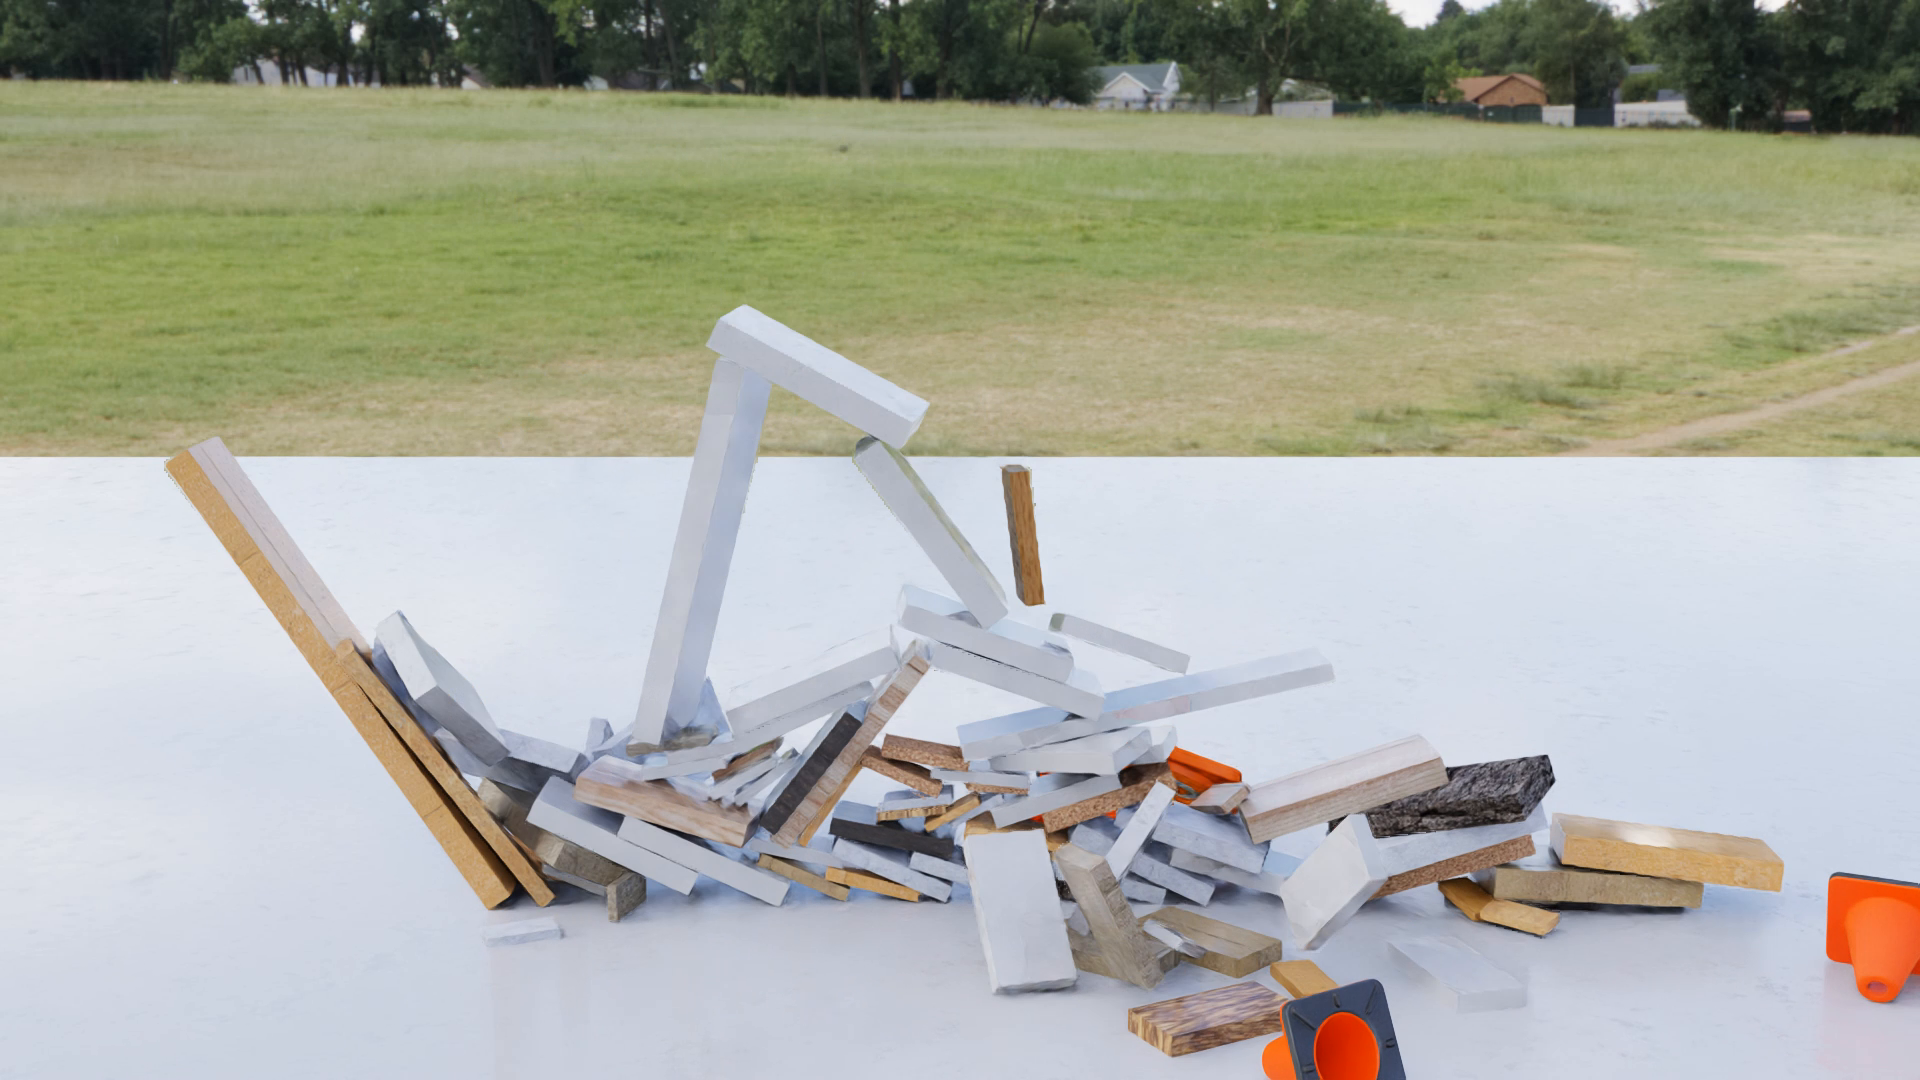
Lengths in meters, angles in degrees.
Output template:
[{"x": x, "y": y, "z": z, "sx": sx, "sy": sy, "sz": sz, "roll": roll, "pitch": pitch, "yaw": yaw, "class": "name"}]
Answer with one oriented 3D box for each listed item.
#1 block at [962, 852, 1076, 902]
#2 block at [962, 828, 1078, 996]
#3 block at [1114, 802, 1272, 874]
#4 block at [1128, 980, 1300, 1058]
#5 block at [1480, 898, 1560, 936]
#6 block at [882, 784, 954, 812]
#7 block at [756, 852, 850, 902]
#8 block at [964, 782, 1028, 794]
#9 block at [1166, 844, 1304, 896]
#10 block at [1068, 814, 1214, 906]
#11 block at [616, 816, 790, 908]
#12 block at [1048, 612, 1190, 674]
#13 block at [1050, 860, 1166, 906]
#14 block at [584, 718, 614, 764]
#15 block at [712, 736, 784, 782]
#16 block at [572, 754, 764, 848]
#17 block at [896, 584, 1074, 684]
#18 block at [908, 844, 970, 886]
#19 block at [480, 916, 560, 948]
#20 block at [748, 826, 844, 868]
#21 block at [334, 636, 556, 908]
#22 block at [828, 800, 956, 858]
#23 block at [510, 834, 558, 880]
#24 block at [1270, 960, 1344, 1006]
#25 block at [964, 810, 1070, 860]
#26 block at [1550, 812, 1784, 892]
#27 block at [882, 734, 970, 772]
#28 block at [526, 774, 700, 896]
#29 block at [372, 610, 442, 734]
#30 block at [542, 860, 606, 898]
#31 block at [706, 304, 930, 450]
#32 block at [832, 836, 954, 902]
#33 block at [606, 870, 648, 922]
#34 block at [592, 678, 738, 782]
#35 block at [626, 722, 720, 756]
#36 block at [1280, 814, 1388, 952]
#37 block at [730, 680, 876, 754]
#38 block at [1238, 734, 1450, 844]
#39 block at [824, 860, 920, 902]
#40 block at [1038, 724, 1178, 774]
[{"x": 0.103, "y": 0.541, "z": 3.665, "sx": 0.199, "sy": 0.028, "sz": 0.099, "roll": 21, "pitch": 10, "yaw": 0, "class": "block"}, {"x": 0.088, "y": 0.556, "z": 3.302, "sx": 0.122, "sy": 0.243, "sz": 0.034, "roll": -3, "pitch": -32, "yaw": -15, "class": "block"}, {"x": 0.387, "y": 0.482, "z": 3.642, "sx": 0.249, "sy": 0.035, "sz": 0.125, "roll": 17, "pitch": 11, "yaw": 11, "class": "block"}, {"x": 0.360, "y": 0.677, "z": 3.115, "sx": 0.220, "sy": 0.031, "sz": 0.110, "roll": -6, "pitch": 12, "yaw": -29, "class": "block"}, {"x": 0.891, "y": 0.599, "z": 3.502, "sx": 0.109, "sy": 0.015, "sz": 0.054, "roll": 10, "pitch": 22, "yaw": 38, "class": "block"}, {"x": -0.068, "y": 0.427, "z": 3.642, "sx": 0.113, "sy": 0.016, "sz": 0.057, "roll": -7, "pitch": 11, "yaw": 5, "class": "block"}, {"x": -0.258, "y": 0.549, "z": 3.661, "sx": 0.157, "sy": 0.022, "sz": 0.078, "roll": 23, "pitch": 9, "yaw": -5, "class": "block"}, {"x": 0.059, "y": 0.405, "z": 3.642, "sx": 0.099, "sy": 0.014, "sz": 0.050, "roll": 4, "pitch": 9, "yaw": -10, "class": "block"}, {"x": 0.470, "y": 0.539, "z": 3.665, "sx": 0.249, "sy": 0.035, "sz": 0.125, "roll": 16, "pitch": 11, "yaw": -1, "class": "block"}, {"x": 0.300, "y": 0.521, "z": 3.659, "sx": 0.249, "sy": 0.035, "sz": 0.125, "roll": 26, "pitch": 10, "yaw": -3, "class": "block"}, {"x": -0.420, "y": 0.510, "z": 3.659, "sx": 0.291, "sy": 0.041, "sz": 0.145, "roll": 25, "pitch": 9, "yaw": -5, "class": "block"}, {"x": 0.258, "y": 0.168, "z": 3.586, "sx": 0.217, "sy": 0.031, "sz": 0.108, "roll": 19, "pitch": -4, "yaw": -8, "class": "block"}, {"x": 0.239, "y": 0.553, "z": 3.653, "sx": 0.199, "sy": 0.028, "sz": 0.099, "roll": 14, "pitch": 10, "yaw": -4, "class": "block"}, {"x": -0.654, "y": 0.428, "z": 3.926, "sx": 0.028, "sy": 0.201, "sz": 0.100, "roll": 6, "pitch": -23, "yaw": 3, "class": "block"}, {"x": -0.353, "y": 0.361, "z": 3.659, "sx": 0.121, "sy": 0.017, "sz": 0.060, "roll": -28, "pitch": 6, "yaw": 9, "class": "block"}, {"x": -0.476, "y": 0.430, "z": 3.627, "sx": 0.291, "sy": 0.041, "sz": 0.145, "roll": 15, "pitch": 10, "yaw": 6, "class": "block"}, {"x": 0.038, "y": 0.151, "z": 3.574, "sx": 0.286, "sy": 0.041, "sz": 0.143, "roll": 19, "pitch": 10, "yaw": -7, "class": "block"}, {"x": 0.018, "y": 0.546, "z": 3.663, "sx": 0.205, "sy": 0.029, "sz": 0.103, "roll": 17, "pitch": 10, "yaw": -3, "class": "block"}, {"x": -0.695, "y": 0.619, "z": 3.469, "sx": 0.114, "sy": 0.016, "sz": 0.057, "roll": -5, "pitch": 11, "yaw": -23, "class": "block"}, {"x": -0.270, "y": 0.508, "z": 3.657, "sx": 0.157, "sy": 0.022, "sz": 0.078, "roll": 12, "pitch": 10, "yaw": -4, "class": "block"}, {"x": -0.831, "y": 0.378, "z": 3.559, "sx": 0.028, "sy": 0.533, "sz": 0.100, "roll": -38, "pitch": 20, "yaw": -10, "class": "block"}, {"x": -0.111, "y": 0.479, "z": 3.653, "sx": 0.205, "sy": 0.029, "sz": 0.103, "roll": 12, "pitch": 10, "yaw": -1, "class": "block"}, {"x": -0.751, "y": 0.548, "z": 3.813, "sx": 0.201, "sy": 0.028, "sz": 0.100, "roll": 5, "pitch": 12, "yaw": 22, "class": "block"}, {"x": 0.514, "y": 0.656, "z": 3.264, "sx": 0.063, "sy": 0.018, "sz": 0.126, "roll": -3, "pitch": 11, "yaw": -14, "class": "block"}, {"x": 0.107, "y": 0.492, "z": 3.649, "sx": 0.199, "sy": 0.028, "sz": 0.099, "roll": 12, "pitch": 10, "yaw": 1, "class": "block"}, {"x": 1.154, "y": 0.511, "z": 3.609, "sx": 0.342, "sy": 0.048, "sz": 0.171, "roll": 7, "pitch": 6, "yaw": 8, "class": "block"}, {"x": -0.056, "y": 0.351, "z": 3.629, "sx": 0.145, "sy": 0.021, "sz": 0.072, "roll": 10, "pitch": 10, "yaw": 0, "class": "block"}, {"x": -0.566, "y": 0.488, "z": 3.653, "sx": 0.291, "sy": 0.041, "sz": 0.145, "roll": 26, "pitch": 9, "yaw": -4, "class": "block"}, {"x": -0.936, "y": 0.224, "z": 3.764, "sx": 0.045, "sy": 0.158, "sz": 0.317, "roll": -34, "pitch": 15, "yaw": -5, "class": "block"}, {"x": -0.640, "y": 0.558, "z": 3.664, "sx": 0.114, "sy": 0.016, "sz": 0.057, "roll": 24, "pitch": 5, "yaw": -14, "class": "block"}, {"x": -0.222, "y": -0.262, "z": 3.503, "sx": 0.344, "sy": 0.049, "sz": 0.172, "roll": 28, "pitch": 16, "yaw": 1, "class": "block"}, {"x": -0.111, "y": 0.533, "z": 3.656, "sx": 0.205, "sy": 0.029, "sz": 0.103, "roll": 23, "pitch": 10, "yaw": -4, "class": "block"}, {"x": -0.543, "y": 0.575, "z": 3.584, "sx": 0.016, "sy": 0.057, "sz": 0.114, "roll": 1, "pitch": 9, "yaw": 16, "class": "block"}, {"x": -0.517, "y": 0.377, "z": 3.892, "sx": 0.044, "sy": 0.154, "sz": 0.309, "roll": -13, "pitch": 14, "yaw": 32, "class": "block"}, {"x": -0.478, "y": 0.332, "z": 3.659, "sx": 0.141, "sy": 0.020, "sz": 0.071, "roll": -9, "pitch": 9, "yaw": 9, "class": "block"}, {"x": 0.550, "y": 0.508, "z": 3.249, "sx": 0.030, "sy": 0.214, "sz": 0.107, "roll": 5, "pitch": 50, "yaw": -24, "class": "block"}, {"x": -0.260, "y": 0.270, "z": 3.591, "sx": 0.238, "sy": 0.034, "sz": 0.119, "roll": -24, "pitch": 12, "yaw": -4, "class": "block"}, {"x": 0.628, "y": 0.411, "z": 3.646, "sx": 0.331, "sy": 0.047, "sz": 0.166, "roll": -18, "pitch": 8, "yaw": 2, "class": "block"}, {"x": -0.144, "y": 0.561, "z": 3.661, "sx": 0.157, "sy": 0.022, "sz": 0.078, "roll": 14, "pitch": 10, "yaw": -2, "class": "block"}, {"x": 0.245, "y": 0.348, "z": 3.663, "sx": 0.216, "sy": 0.031, "sz": 0.108, "roll": -7, "pitch": 11, "yaw": 18, "class": "block"}]
